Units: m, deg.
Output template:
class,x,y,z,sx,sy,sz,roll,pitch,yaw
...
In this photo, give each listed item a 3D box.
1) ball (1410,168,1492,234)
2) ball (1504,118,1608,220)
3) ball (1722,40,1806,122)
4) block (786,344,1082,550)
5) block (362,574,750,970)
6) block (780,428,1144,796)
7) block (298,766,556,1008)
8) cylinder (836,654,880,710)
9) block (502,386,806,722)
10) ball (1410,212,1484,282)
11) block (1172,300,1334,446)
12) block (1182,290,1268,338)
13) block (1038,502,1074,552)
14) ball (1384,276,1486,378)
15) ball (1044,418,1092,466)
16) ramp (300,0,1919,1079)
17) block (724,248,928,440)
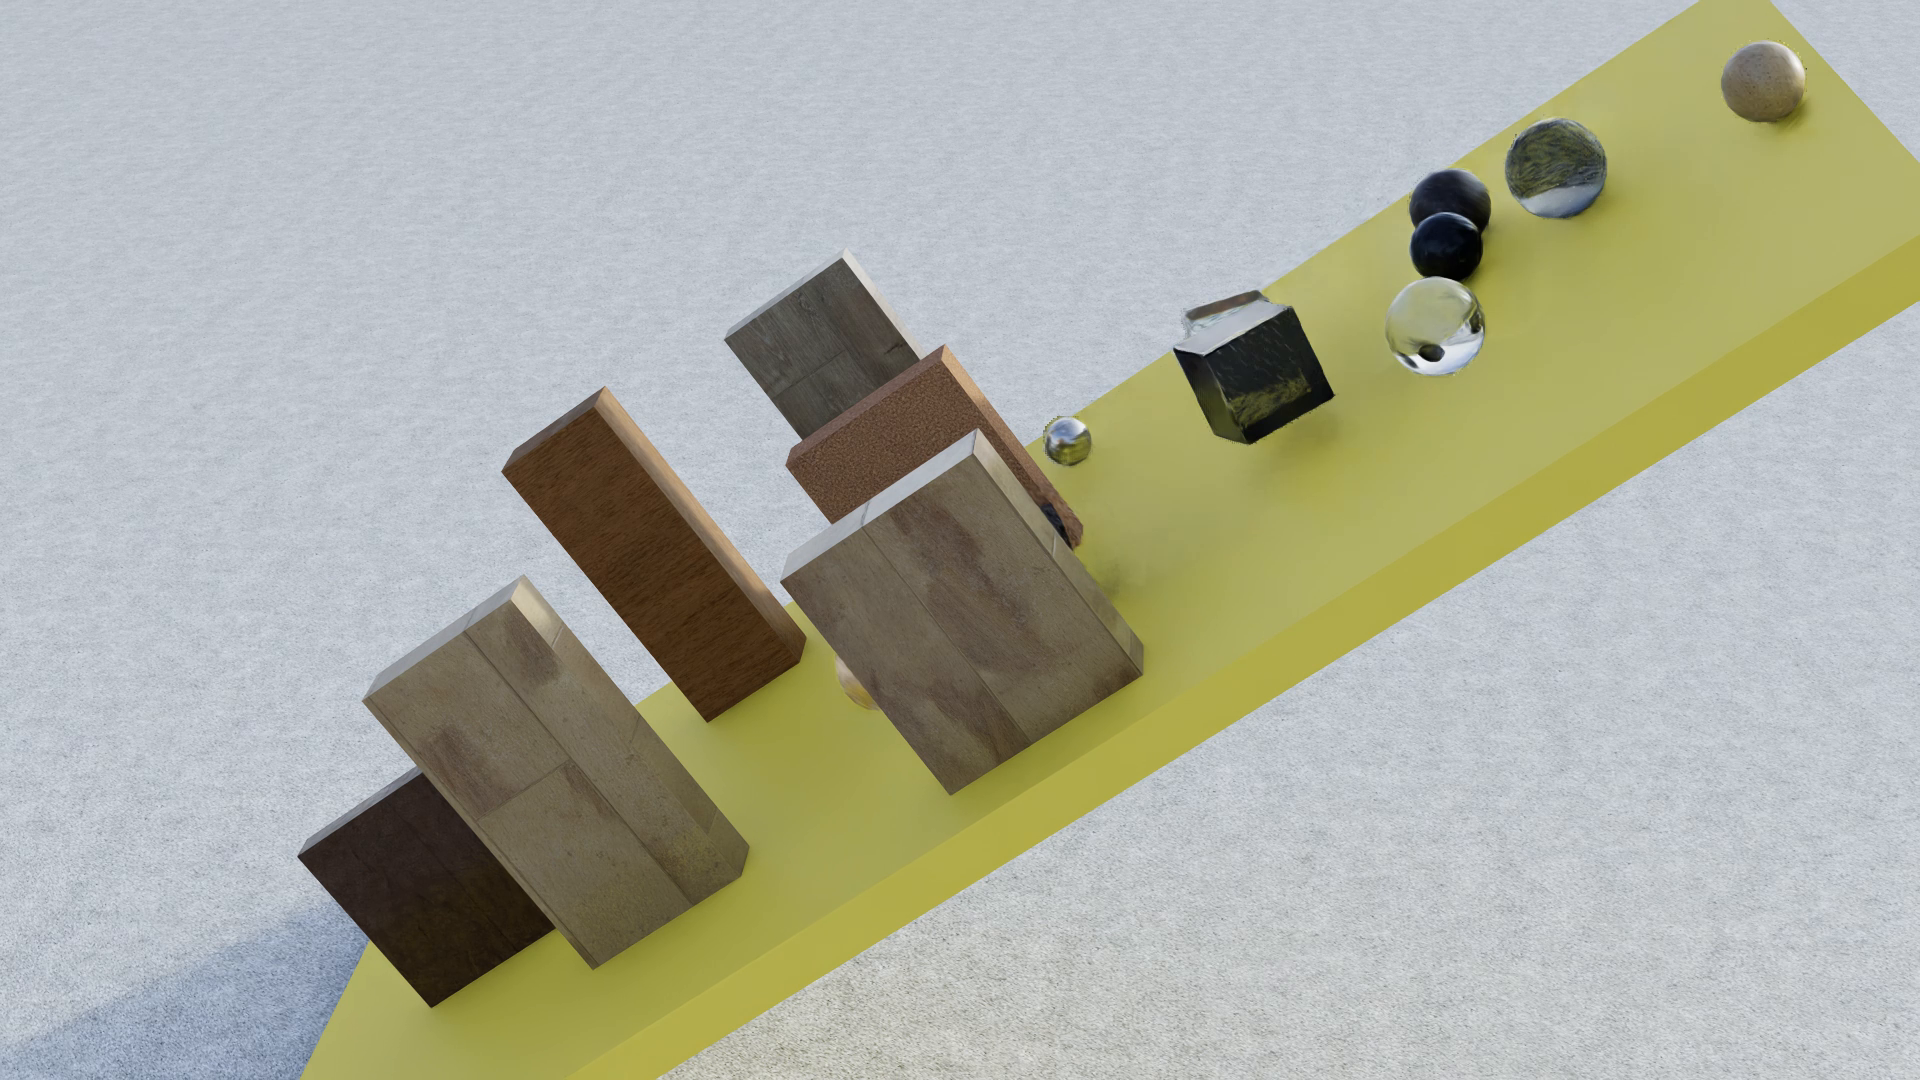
class,x,y,z,sx,sy,sz,roll,pitch,yaw
ball,1.052,-0.712,6.309,0.173,0.173,0.173,0,22,0
ball,1.218,-0.759,6.011,0.205,0.205,0.205,0,22,0
ball,1.561,-0.890,5.716,0.158,0.158,0.158,0,22,0
block,-0.054,-0.096,6.363,0.417,0.509,0.109,-33,16,16
block,-0.814,0.477,5.969,0.390,0.741,0.130,-33,16,16
block,0.007,0.139,5.504,0.444,0.534,0.136,-33,16,16
block,-1.149,0.746,6.470,0.402,0.460,0.082,-33,16,16
cylinder,-0.123,0.247,6.109,0.198,0.198,0.198,-16,1,-35
block,-0.715,0.038,6.940,0.279,0.780,0.148,-33,16,16
ball,1.013,-0.608,6.132,0.152,0.152,0.152,0,22,0
block,0.588,-0.337,5.910,0.203,0.203,0.203,-30,14,-9
block,0.586,-0.420,6.276,0.168,0.168,0.168,-17,12,1
block,0.140,0.065,5.976,0.190,0.190,0.190,-21,15,0
ball,0.921,-0.413,5.698,0.194,0.194,0.194,0,22,0
ball,0.250,-0.228,6.815,0.111,0.111,0.111,0,22,0
ramp,0.132,0.176,6.313,4.000,0.100,2.000,-33,16,16
block,-0.200,-0.305,6.928,0.347,0.702,0.084,-33,16,16
